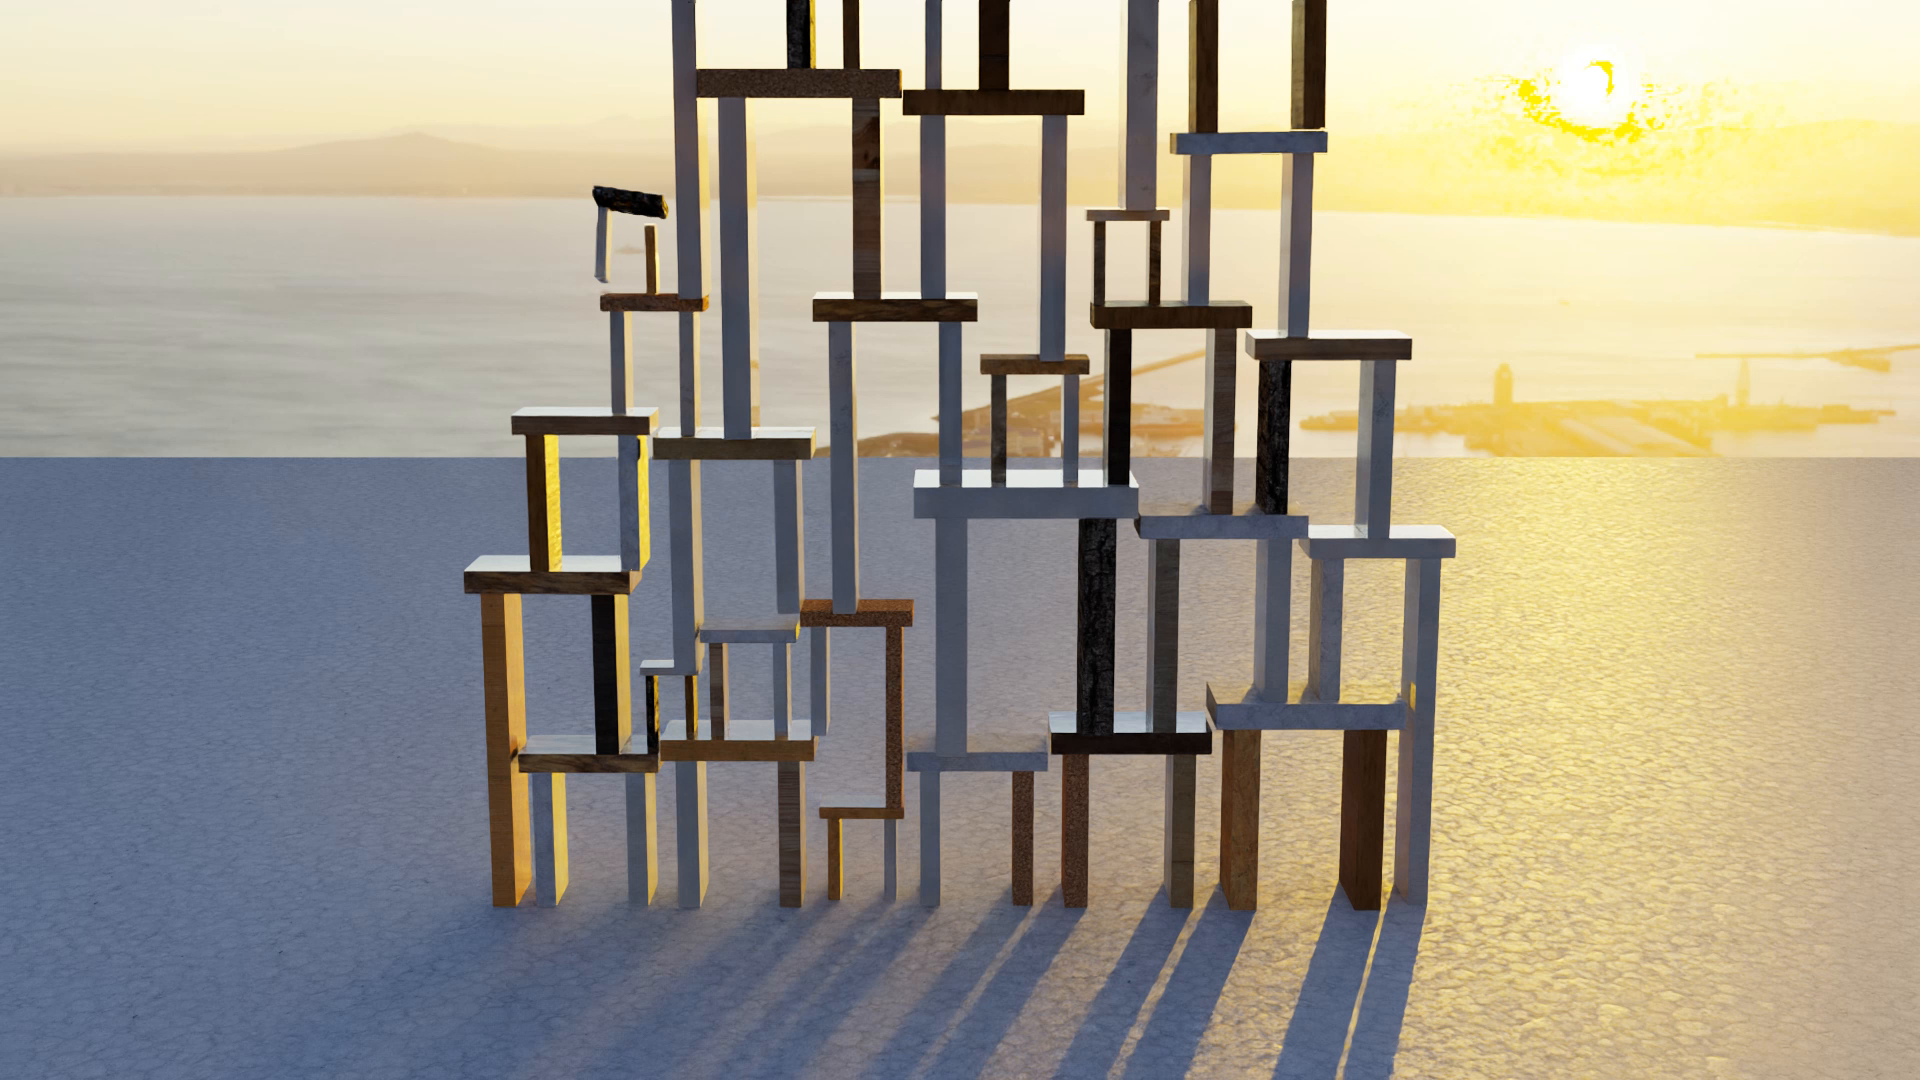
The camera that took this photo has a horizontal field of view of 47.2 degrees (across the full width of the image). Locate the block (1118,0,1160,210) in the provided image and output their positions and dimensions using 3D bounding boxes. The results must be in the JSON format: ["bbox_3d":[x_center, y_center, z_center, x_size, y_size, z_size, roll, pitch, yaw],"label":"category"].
[{"bbox_3d":[0.277,-0.778,3.414,0.048,0.520,0.169,0,11,0],"label":"block"}]

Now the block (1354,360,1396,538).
[{"bbox_3d":[0.666,-0.153,3.528,0.035,0.285,0.123,0,11,0],"label":"block"}]

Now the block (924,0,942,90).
[{"bbox_3d":[-0.041,-0.809,3.401,0.027,0.221,0.095,0,11,0],"label":"block"}]

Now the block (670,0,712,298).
[{"bbox_3d":[-0.420,-0.689,3.431,0.037,0.612,0.131,0,11,0],"label":"block"}]

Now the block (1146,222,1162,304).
[{"bbox_3d":[0.306,-0.441,3.481,0.018,0.131,0.065,0,11,0],"label":"block"}]

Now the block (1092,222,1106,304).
[{"bbox_3d":[0.219,-0.440,3.482,0.018,0.131,0.065,0,11,0],"label":"block"}]

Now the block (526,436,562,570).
[{"bbox_3d":[-0.670,-0.069,3.543,0.031,0.218,0.109,0,11,0],"label":"block"}]

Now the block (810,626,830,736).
[{"bbox_3d":[-0.229,0.221,3.605,0.026,0.182,0.091,1,11,0],"label":"block"}]

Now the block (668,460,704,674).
[{"bbox_3d":[-0.443,0.032,3.566,0.035,0.347,0.125,0,11,0],"label":"block"}]

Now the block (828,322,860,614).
[{"bbox_3d":[-0.186,-0.123,3.538,0.036,0.467,0.129,0,11,0],"label":"block"}]

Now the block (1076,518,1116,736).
[{"bbox_3d":[0.222,0.124,3.584,0.050,0.354,0.177,0,11,0],"label":"block"}]

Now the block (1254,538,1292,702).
[{"bbox_3d":[0.508,0.117,3.579,0.038,0.267,0.134,0,11,0],"label":"block"}]

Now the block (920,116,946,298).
[{"bbox_3d":[-0.042,-0.526,3.462,0.040,0.280,0.140,0,11,0],"label":"block"}]

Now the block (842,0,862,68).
[{"bbox_3d":[-0.166,-0.824,3.398,0.027,0.190,0.095,0,11,0],"label":"block"}]

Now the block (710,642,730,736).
[{"bbox_3d":[-0.394,0.235,3.602,0.022,0.155,0.077,0,11,0],"label":"block"}]

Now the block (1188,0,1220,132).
[{"bbox_3d":[0.377,-0.755,3.409,0.034,0.242,0.121,-1,11,0],"label":"block"}]

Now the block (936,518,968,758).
[{"bbox_3d":[-0.014,0.142,3.586,0.050,0.390,0.177,0,11,0],"label":"block"}]

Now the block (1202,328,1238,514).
[{"bbox_3d":[0.415,-0.196,3.521,0.035,0.295,0.123,0,11,0],"label":"block"}]

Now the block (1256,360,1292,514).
[{"bbox_3d":[0.502,-0.173,3.526,0.035,0.246,0.123,0,11,0],"label":"block"}]

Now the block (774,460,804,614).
[{"bbox_3d":[-0.276,-0.016,3.557,0.035,0.249,0.125,-1,11,0],"label":"block"}]

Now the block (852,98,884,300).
[{"bbox_3d":[-0.144,-0.538,3.454,0.043,0.307,0.153,0,11,0],"label":"block"}]

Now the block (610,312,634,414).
[{"bbox_3d":[-0.539,-0.285,3.503,0.023,0.162,0.081,0,10,0],"label":"block"}]

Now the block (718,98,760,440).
[{"bbox_3d":[-0.348,-0.430,3.474,0.043,0.526,0.153,0,11,0],"label":"block"}]

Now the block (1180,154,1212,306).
[{"bbox_3d":[0.372,-0.490,3.463,0.033,0.233,0.117,0,11,0],"label":"block"}]

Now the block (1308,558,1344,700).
[{"bbox_3d":[0.597,0.133,3.587,0.033,0.233,0.117,0,11,0],"label":"block"}]

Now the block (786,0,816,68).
[{"bbox_3d":[-0.246,-0.861,3.398,0.037,0.262,0.131,0,11,0],"label":"block"}]

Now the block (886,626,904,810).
[{"bbox_3d":[-0.108,0.282,3.617,0.026,0.306,0.091,0,11,0],"label":"block"}]

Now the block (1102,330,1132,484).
[{"bbox_3d":[0.251,-0.220,3.517,0.035,0.247,0.123,0,11,0],"label":"block"}]

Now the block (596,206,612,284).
[{"bbox_3d":[-0.562,-0.466,3.473,0.016,0.112,0.056,2,-2,-1],"label":"block"}]

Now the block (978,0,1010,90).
[{"bbox_3d":[0.051,-0.868,3.396,0.048,0.337,0.169,0,11,0],"label":"block"}]

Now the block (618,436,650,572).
[{"bbox_3d":[-0.525,-0.067,3.541,0.031,0.218,0.109,0,10,0],"label":"block"}]

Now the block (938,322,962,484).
[{"bbox_3d":[-0.015,-0.226,3.519,0.036,0.257,0.129,0,11,0],"label":"block"}]

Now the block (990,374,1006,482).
[{"bbox_3d":[0.062,-0.184,3.529,0.024,0.172,0.086,0,11,0],"label":"block"}]

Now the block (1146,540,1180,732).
[{"bbox_3d":[0.330,0.142,3.583,0.038,0.318,0.134,0,11,0],"label":"block"}]

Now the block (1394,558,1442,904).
[{"bbox_3d":[0.752,0.304,3.619,0.033,0.580,0.117,0,11,0],"label":"block"}]

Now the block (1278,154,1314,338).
[{"bbox_3d":[0.528,-0.466,3.463,0.033,0.282,0.117,0,11,0],"label":"block"}]

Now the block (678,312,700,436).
[{"bbox_3d":[-0.431,-0.269,3.509,0.023,0.196,0.081,1,11,0],"label":"block"}]

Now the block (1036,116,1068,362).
[{"bbox_3d":[0.144,-0.478,3.472,0.040,0.378,0.140,0,11,0],"label":"block"}]

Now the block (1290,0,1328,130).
[{"bbox_3d":[0.540,-0.761,3.409,0.034,0.242,0.121,-1,10,-1],"label":"block"}]

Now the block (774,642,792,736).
[{"bbox_3d":[-0.291,0.235,3.602,0.022,0.155,0.077,0,11,0],"label":"block"}]

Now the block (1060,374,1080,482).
[{"bbox_3d":[0.176,-0.184,3.529,0.024,0.172,0.086,0,11,0],"label":"block"}]

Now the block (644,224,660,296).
[{"bbox_3d":[-0.488,-0.444,3.482,0.016,0.112,0.056,-1,11,-4],"label":"block"}]
